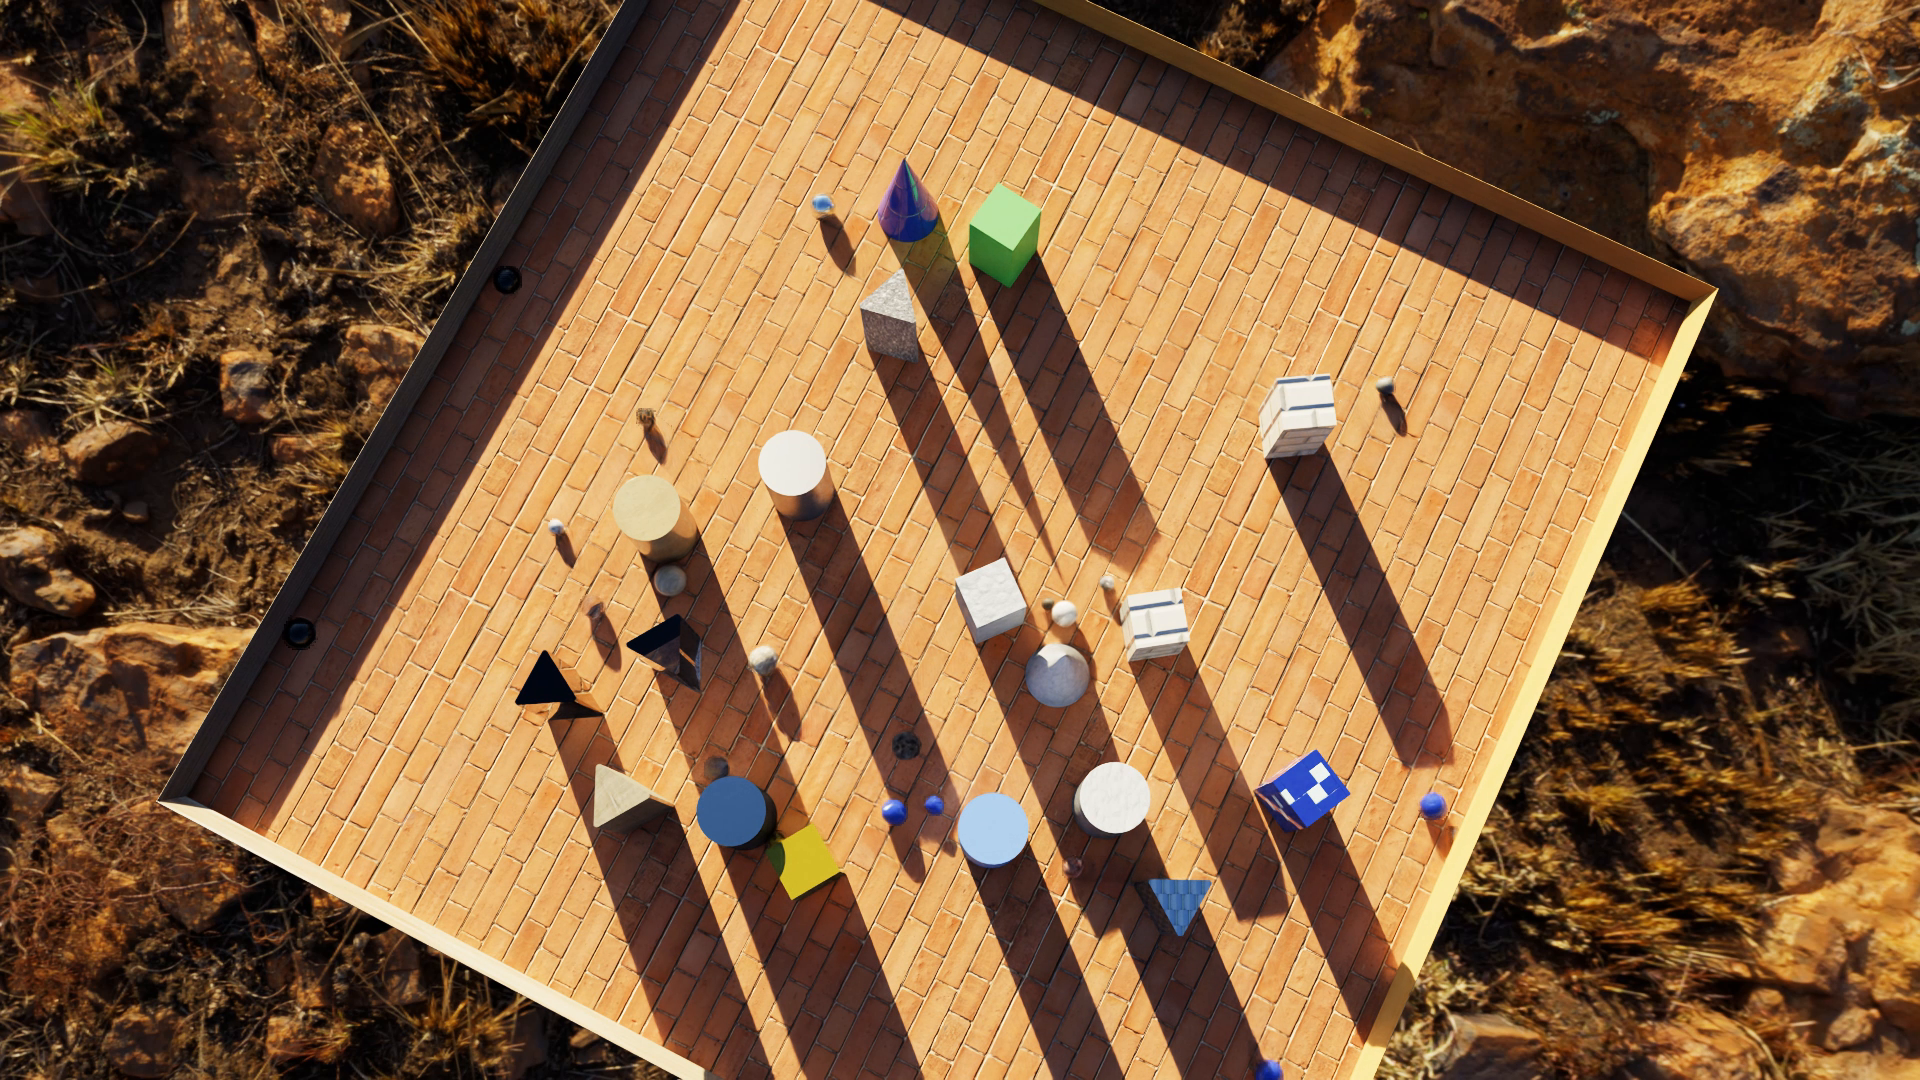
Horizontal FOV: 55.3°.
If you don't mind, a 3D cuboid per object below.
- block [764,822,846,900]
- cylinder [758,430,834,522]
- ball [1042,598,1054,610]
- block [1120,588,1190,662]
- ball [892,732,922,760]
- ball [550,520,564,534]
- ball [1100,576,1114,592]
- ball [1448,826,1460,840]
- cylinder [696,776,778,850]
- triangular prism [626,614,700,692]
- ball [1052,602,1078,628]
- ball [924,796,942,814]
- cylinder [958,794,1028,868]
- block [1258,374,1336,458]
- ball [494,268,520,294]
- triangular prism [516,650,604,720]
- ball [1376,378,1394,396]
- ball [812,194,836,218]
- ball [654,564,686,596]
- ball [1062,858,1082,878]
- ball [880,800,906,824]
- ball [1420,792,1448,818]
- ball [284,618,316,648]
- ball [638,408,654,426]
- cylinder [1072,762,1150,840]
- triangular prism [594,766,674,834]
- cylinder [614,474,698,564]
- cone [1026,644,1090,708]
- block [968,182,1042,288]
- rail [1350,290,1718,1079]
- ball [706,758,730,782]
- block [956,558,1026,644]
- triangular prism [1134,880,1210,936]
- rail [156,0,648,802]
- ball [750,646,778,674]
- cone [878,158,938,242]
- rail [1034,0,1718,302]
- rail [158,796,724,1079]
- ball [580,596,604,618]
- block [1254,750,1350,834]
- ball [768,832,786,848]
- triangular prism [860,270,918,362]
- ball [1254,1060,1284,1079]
[{"bbox_3d":[-0.443,0.930,5.282,0.156,0.278,0.156,-30,80,-6],"label":"block"},{"bbox_3d":[-0.486,-0.188,5.477,0.195,0.350,0.195,0,78,0],"label":"cylinder"},{"bbox_3d":[0.266,0.195,5.556,0.040,0.040,0.040,0,78,0],"label":"ball"},{"bbox_3d":[0.572,0.253,5.422,0.156,0.278,0.156,-9,78,-2],"label":"block"},{"bbox_3d":[-0.158,0.611,5.448,0.084,0.084,0.084,0,78,0],"label":"ball"},{"bbox_3d":[-1.234,-0.039,5.602,0.044,0.044,0.044,0,78,0],"label":"ball"},{"bbox_3d":[0.446,0.134,5.565,0.046,0.046,0.046,0,78,0],"label":"ball"},{"bbox_3d":[1.464,0.869,5.416,0.041,0.041,0.041,0,78,0],"label":"ball"},{"bbox_3d":[-0.640,0.791,5.286,0.195,0.326,0.195,0,78,0],"label":"cylinder"},{"bbox_3d":[-0.824,0.313,5.334,0.169,0.425,0.146,28,80,6],"label":"triangular prism"},{"bbox_3d":[0.315,0.224,5.530,0.078,0.078,0.078,0,78,0],"label":"ball"},{"bbox_3d":[-0.078,0.784,5.427,0.054,0.054,0.054,0,78,0],"label":"ball"},{"bbox_3d":[0.092,0.835,5.245,0.195,0.390,0.195,0,78,0],"label":"cylinder"},{"bbox_3d":[1.012,-0.370,5.517,0.156,0.344,0.156,-5,78,-1],"label":"block"},{"bbox_3d":[-1.420,-0.813,5.742,0.084,0.084,0.084,0,78,0],"label":"ball"},{"bbox_3d":[-1.162,0.420,5.326,0.169,0.399,0.146,-4,78,-1],"label":"triangular prism"},{"bbox_3d":[1.320,-0.477,5.687,0.055,0.055,0.055,0,78,0],"label":"ball"},{"bbox_3d":[-0.432,-1.057,5.795,0.078,0.078,0.078,0,78,0],"label":"ball"},{"bbox_3d":[-0.876,0.122,5.541,0.098,0.098,0.098,0,78,0],"label":"ball"},{"bbox_3d":[0.332,0.963,5.387,0.059,0.059,0.059,0,78,0],"label":"ball"},{"bbox_3d":[-0.197,0.803,5.412,0.074,0.074,0.074,0,78,0],"label":"ball"},{"bbox_3d":[1.399,0.785,5.414,0.078,0.078,0.078,0,78,0],"label":"ball"},{"bbox_3d":[-1.984,0.280,5.512,0.092,0.092,0.092,0,78,0],"label":"ball"},{"bbox_3d":[-0.972,-0.379,5.668,0.052,0.052,0.052,0,78,0],"label":"ball"},{"bbox_3d":[0.430,0.753,5.264,0.195,0.386,0.195,0,78,0],"label":"cylinder"},{"bbox_3d":[-0.959,0.724,5.239,0.169,0.445,0.146,-29,80,-6],"label":"triangular prism"},{"bbox_3d":[-0.903,-0.058,5.451,0.195,0.347,0.195,0,78,0],"label":"cylinder"},{"bbox_3d":[0.294,0.363,5.314,0.195,0.446,0.195,0,78,0],"label":"cone"},{"bbox_3d":[0.136,-0.933,5.639,0.156,0.334,0.156,33,80,6],"label":"block"},{"bbox_3d":[1.536,0.759,5.394,0.045,0.127,3.495,26,80,5],"label":"rail"},{"bbox_3d":[-0.720,0.682,5.439,0.072,0.072,0.072,0,78,0],"label":"ball"},{"bbox_3d":[0.089,0.183,5.417,0.156,0.316,0.156,-23,79,-5],"label":"block"},{"bbox_3d":[0.575,1.005,5.179,0.146,0.449,0.169,31,80,6],"label":"triangular prism"},{"bbox_3d":[-1.536,-0.746,5.705,0.045,0.127,3.495,26,80,5],"label":"rail"},{"bbox_3d":[-0.587,0.360,5.498,0.086,0.086,0.086,0,78,0],"label":"ball"},{"bbox_3d":[-0.165,-1.083,5.617,0.195,0.438,0.195,0,78,0],"label":"cone"},{"bbox_3d":[0.771,-1.503,5.862,3.483,0.127,0.045,26,80,5],"label":"rail"},{"bbox_3d":[-0.771,1.516,5.237,3.483,0.127,0.045,26,80,5],"label":"rail"},{"bbox_3d":[-1.111,0.201,5.540,0.069,0.069,0.069,0,78,0],"label":"ball"},{"bbox_3d":[0.982,0.727,5.286,0.156,0.353,0.156,-35,81,-7],"label":"block"},{"bbox_3d":[-0.540,0.890,5.405,0.053,0.053,0.053,0,78,0],"label":"ball"},{"bbox_3d":[-0.191,-0.687,5.556,0.169,0.398,0.146,17,79,3],"label":"triangular prism"},{"bbox_3d":[0.887,1.533,5.258,0.082,0.082,0.082,0,78,0],"label":"ball"}]
